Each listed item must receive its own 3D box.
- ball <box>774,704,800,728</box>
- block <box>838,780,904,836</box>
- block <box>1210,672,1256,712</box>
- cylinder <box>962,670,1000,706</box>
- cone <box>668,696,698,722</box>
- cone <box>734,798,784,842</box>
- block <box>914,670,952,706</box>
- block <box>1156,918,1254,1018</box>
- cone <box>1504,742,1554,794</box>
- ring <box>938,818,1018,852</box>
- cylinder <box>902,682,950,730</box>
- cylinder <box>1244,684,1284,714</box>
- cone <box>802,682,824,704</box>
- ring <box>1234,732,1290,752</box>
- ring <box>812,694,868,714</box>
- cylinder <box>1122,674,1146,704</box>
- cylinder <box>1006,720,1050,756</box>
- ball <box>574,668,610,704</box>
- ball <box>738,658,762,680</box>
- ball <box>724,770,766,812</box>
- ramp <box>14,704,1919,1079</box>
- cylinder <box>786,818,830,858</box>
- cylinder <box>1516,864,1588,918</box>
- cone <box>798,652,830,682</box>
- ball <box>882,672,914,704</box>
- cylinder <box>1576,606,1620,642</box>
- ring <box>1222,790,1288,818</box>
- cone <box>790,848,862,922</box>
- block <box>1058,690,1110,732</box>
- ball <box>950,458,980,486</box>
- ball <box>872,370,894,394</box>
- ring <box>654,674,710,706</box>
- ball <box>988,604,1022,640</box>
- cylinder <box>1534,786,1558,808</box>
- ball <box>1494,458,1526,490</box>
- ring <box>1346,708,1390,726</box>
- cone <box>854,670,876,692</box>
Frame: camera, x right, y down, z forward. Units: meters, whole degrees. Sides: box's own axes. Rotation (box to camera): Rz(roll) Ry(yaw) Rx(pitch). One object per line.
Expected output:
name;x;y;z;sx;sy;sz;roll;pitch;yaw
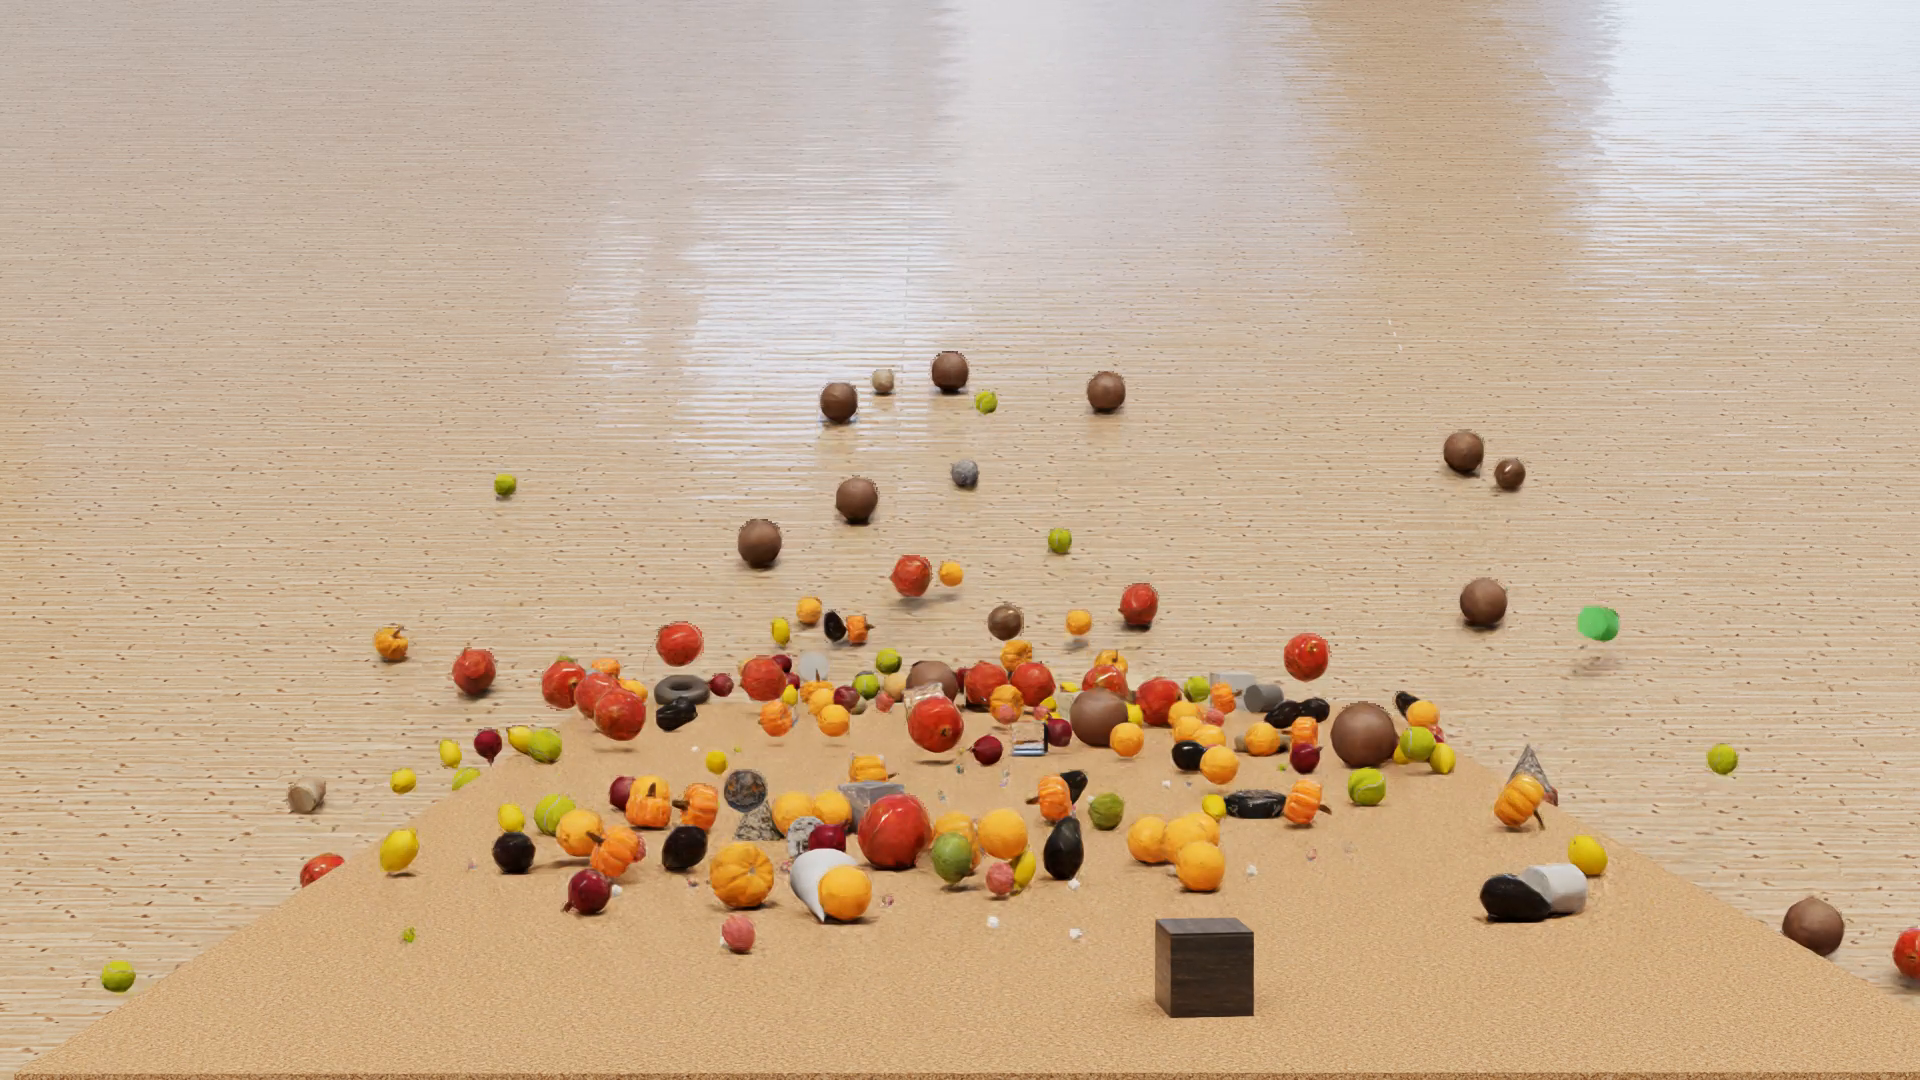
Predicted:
ball;-0.401;0.409;5.976;0.056;0.056;0.056;0;25;0
block;-0.148;0.444;4.273;0.078;0.078;0.078;-2;2;-44
block;0.679;0.378;6.430;0.092;0.092;0.092;0;2;-11
cylinder;0.055;0.375;6.517;0.088;0.088;0.088;-3;26;-4
cone;-0.675;0.417;6.149;0.067;0.067;0.067;21;42;37
cone;-0.328;0.442;4.202;0.085;0.085;0.085;0;2;0
block;-0.069;0.377;6.566;0.087;0.087;0.087;0;1;-9
block;0.271;0.475;2.867;0.093;0.093;0.093;0;2;-6
cone;1.060;0.422;4.806;0.092;0.092;0.092;0;2;0
ring;0.028;0.467;4.091;0.126;0.042;0.126;1;0;0
cylinder;-0.073;0.354;5.488;0.088;0.088;0.088;-11;27;-4
cylinder;0.750;0.391;6.357;0.069;0.069;0.069;-1;22;-36
cone;-0.390;0.408;6.664;0.063;0.063;0.063;8;28;16
ring;0.643;0.430;5.484;0.120;0.040;0.120;0;0;0
ring;-0.295;0.404;6.346;0.136;0.045;0.136;1;1;0
cylinder;0.452;0.390;6.735;0.055;0.055;0.055;5;47;-5
cylinder;0.143;0.416;5.402;0.071;0.071;0.071;8;23;-18
ball;-0.948;0.375;6.631;0.091;0.091;0.091;0;25;0
ball;-0.560;0.343;6.866;0.060;0.060;0.060;0;25;0
ball;-0.333;0.389;3.994;0.066;0.066;0.066;0;25;0
ramp;0.058;0.525;4.563;2.000;0.100;4.000;0;2;0
cylinder;-0.233;0.459;3.947;0.065;0.065;0.065;0;-4;0
cylinder;0.796;0.471;3.469;0.066;0.066;0.066;-1;22;-32
cone;-0.397;0.340;6.896;0.082;0.082;0.082;-6;-2;-12
ball;-0.158;0.380;6.622;0.081;0.081;0.081;0;25;0
cylinder;1.704;0.224;6.883;0.086;0.086;0.086;21;3;36
ring;0.512;0.458;4.472;0.116;0.039;0.116;-1;1;0
cone;-0.182;0.483;3.458;0.100;0.100;0.100;0;28;0
block;0.286;0.395;5.948;0.084;0.084;0.084;-1;2;-37
ball;0.015;-0.209;7.990;0.088;0.088;0.088;0;25;0
ball;-0.258;-0.534;8.685;0.078;0.078;0.078;0;25;0
ring;-0.730;0.399;6.762;0.148;0.049;0.148;0;25;0
ball;0.120;0.221;6.899;0.096;0.096;0.096;0;25;0
cylinder;1.160;0.532;5.224;0.077;0.077;0.077;4;24;35
ball;1.701;-0.205;7.974;0.095;0.095;0.095;0;25;0
ring;0.955;0.417;6.051;0.104;0.035;0.104;-1;3;0
cone;-0.261;0.362;6.794;0.061;0.061;0.061;-8;65;17
